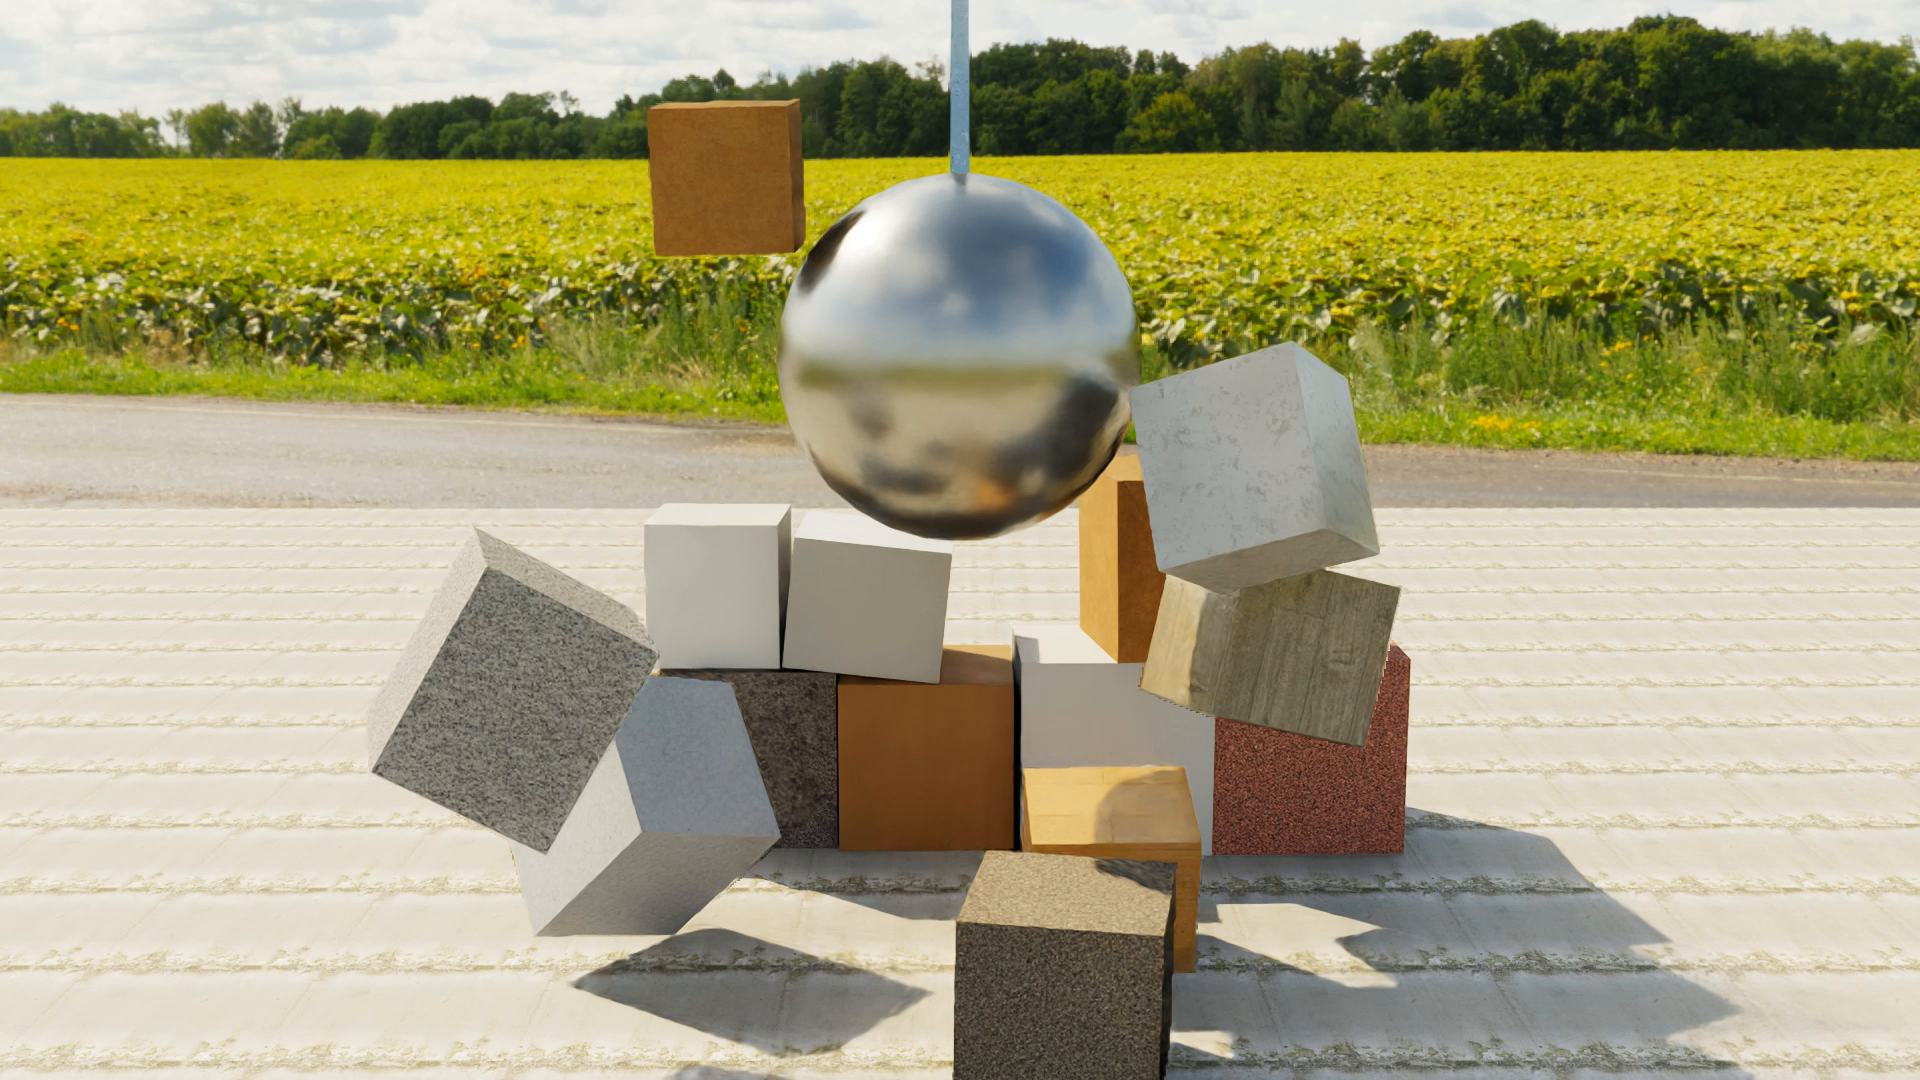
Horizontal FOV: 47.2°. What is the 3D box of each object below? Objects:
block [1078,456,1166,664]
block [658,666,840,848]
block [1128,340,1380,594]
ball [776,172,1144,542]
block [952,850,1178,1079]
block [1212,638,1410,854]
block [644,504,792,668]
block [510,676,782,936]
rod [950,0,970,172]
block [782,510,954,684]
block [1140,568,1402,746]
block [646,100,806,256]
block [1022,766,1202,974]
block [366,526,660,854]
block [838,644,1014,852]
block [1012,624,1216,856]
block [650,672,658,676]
[{"bbox_3d":[1.127,0.068,11.117,0.885,0.901,0.821,-3,10,-10],"label":"block"},{"bbox_3d":[-1.055,1.030,11.366,0.884,0.907,0.817,0,10,0],"label":"block"},{"bbox_3d":[1.203,-0.278,8.972,0.712,0.767,0.672,-15,-16,26],"label":"block"},{"bbox_3d":[0.000,-0.791,9.594,1.600,1.600,1.600,0,10,0],"label":"ball"},{"bbox_3d":[0.408,1.671,8.286,0.746,0.733,0.812,3,11,8],"label":"block"},{"bbox_3d":[1.725,0.990,11.337,0.956,0.996,0.966,0,10,-1],"label":"block"},{"bbox_3d":[-1.222,0.225,11.232,0.663,0.725,0.647,0,10,2],"label":"block"},{"bbox_3d":[-1.412,1.157,9.552,0.722,0.786,0.868,9,-42,-42],"label":"block"},{"bbox_3d":[0.000,-4.185,9.794,0.080,5.200,0.080,0,-3,0],"label":"rod"},{"bbox_3d":[-0.452,0.278,11.207,0.780,0.659,0.787,6,10,0],"label":"block"},{"bbox_3d":[1.402,0.452,10.019,0.767,0.726,0.786,13,1,-19],"label":"block"},{"bbox_3d":[-1.025,-1.613,9.763,0.608,0.632,0.528,-1,14,2],"label":"block"},{"bbox_3d":[0.639,1.424,9.515,0.704,0.659,0.603,0,25,-2],"label":"block"},{"bbox_3d":[-1.729,0.559,8.429,0.719,0.862,0.811,29,1,-19],"label":"block"},{"bbox_3d":[-0.168,1.058,11.361,0.871,0.854,0.886,0,10,0],"label":"block"},{"bbox_3d":[0.764,1.009,11.262,0.954,0.986,0.869,0,10,-2],"label":"block"},{"bbox_3d":[-1.852,1.121,11.388,0.690,0.720,0.747,0,10,0],"label":"block"}]
